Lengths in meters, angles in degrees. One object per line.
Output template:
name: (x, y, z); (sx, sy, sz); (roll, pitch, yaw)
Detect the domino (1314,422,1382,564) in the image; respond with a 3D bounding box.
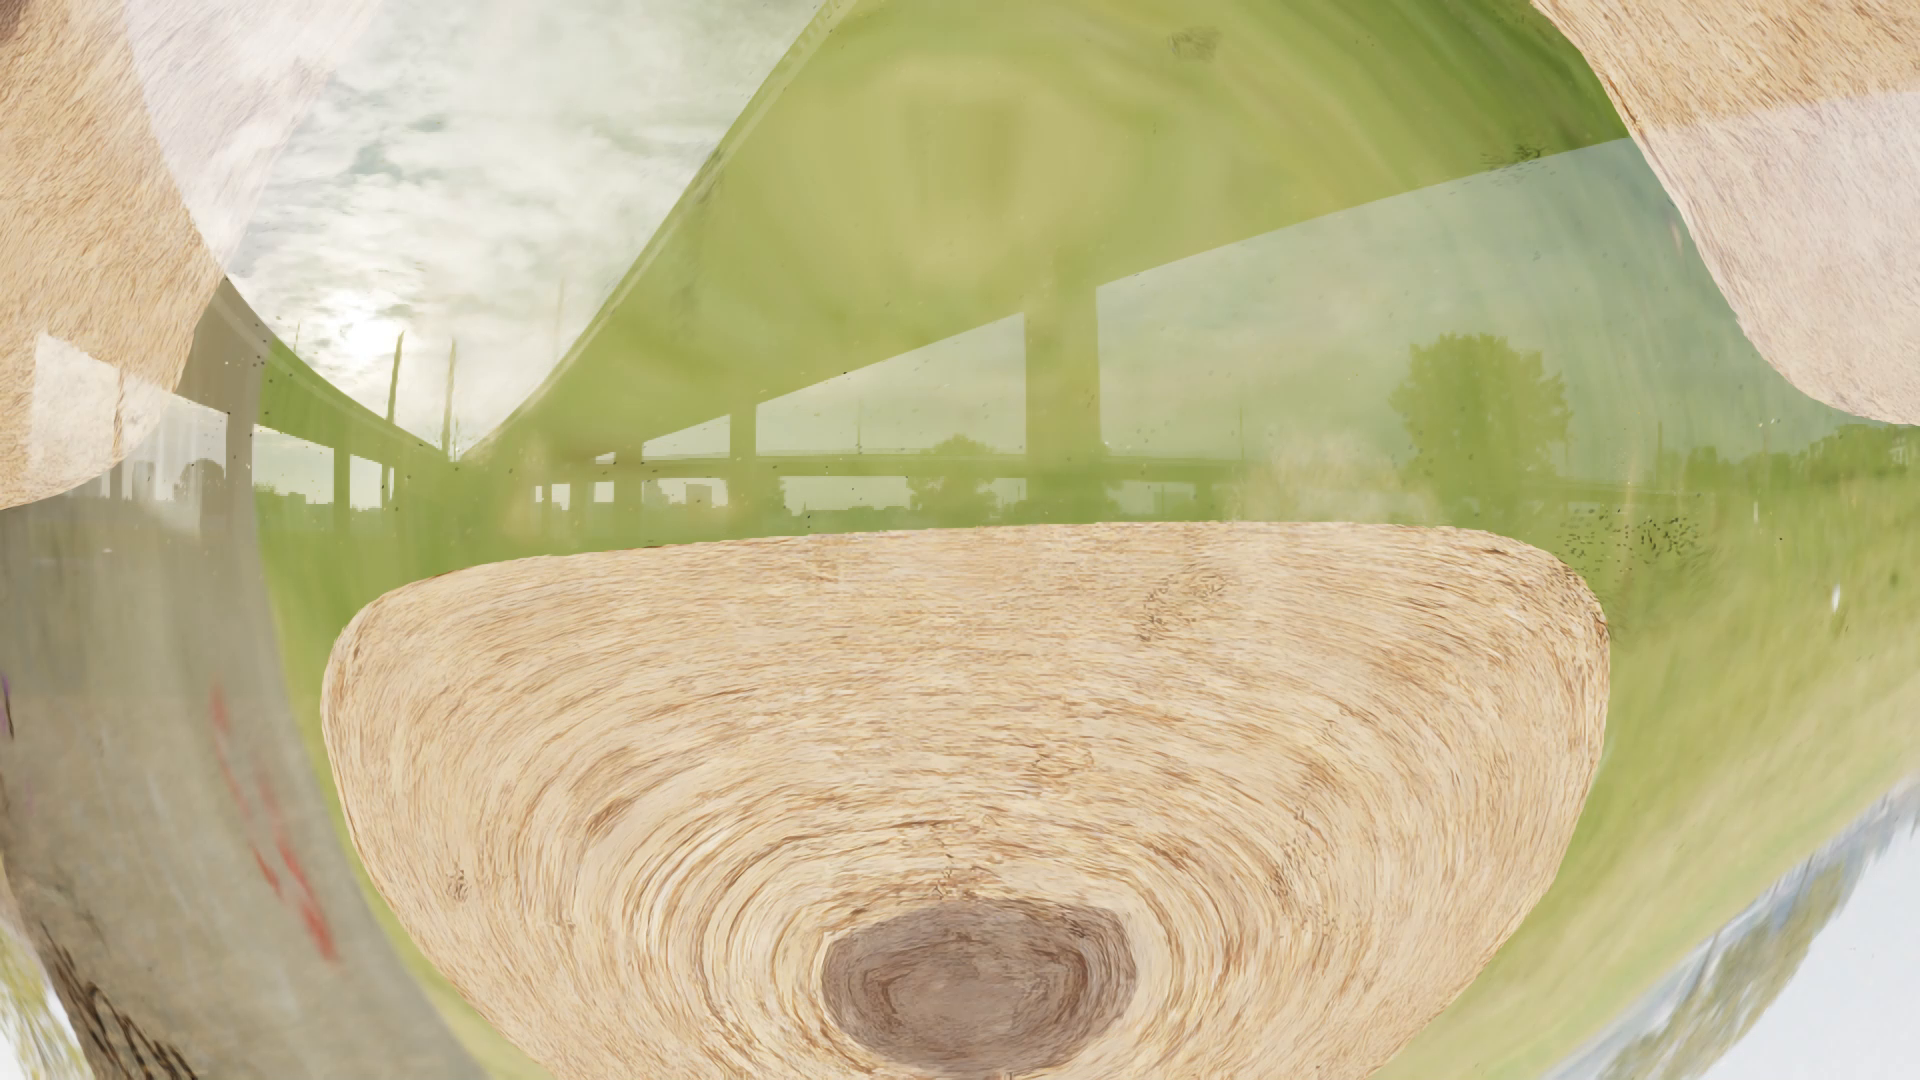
domino: (0.140, -0.017, 0.463); (0.009, 0.050, 0.025); (-2, 5, -20)

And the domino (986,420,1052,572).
domino: (0.020, -0.015, 0.435); (0.009, 0.050, 0.025); (-3, 5, -33)

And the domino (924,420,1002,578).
domino: (0.001, -0.014, 0.418); (0.025, 0.050, 0.010); (4, 6, 41)

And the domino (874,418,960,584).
domino: (-0.013, -0.012, 0.398); (0.025, 0.050, 0.009); (2, 5, 24)

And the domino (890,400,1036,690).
domino: (0.000, 0.001, 0.226); (0.025, 0.050, 0.009); (0, 4, 1)

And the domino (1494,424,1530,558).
domino: (0.211, -0.019, 0.492); (0.010, 0.050, 0.025); (1, 5, 18)

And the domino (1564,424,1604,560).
domino: (0.235, -0.019, 0.484); (0.010, 0.050, 0.025); (2, 5, 20)

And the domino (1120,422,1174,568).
domino: (0.066, -0.016, 0.453); (0.009, 0.050, 0.025); (-1, 4, -13)

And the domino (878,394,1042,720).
domino: (0.000, 0.002, 0.201); (0.025, 0.050, 0.010); (0, 4, 0)

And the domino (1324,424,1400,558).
domino: (0.151, -0.019, 0.483); (0.025, 0.050, 0.009); (0, 4, 6)

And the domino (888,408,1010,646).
domino: (-0.002, -0.003, 0.275); (0.025, 0.050, 0.009); (-1, 4, -8)

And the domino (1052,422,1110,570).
domino: (0.042, -0.016, 0.446); (0.010, 0.050, 0.025); (-2, 5, -21)

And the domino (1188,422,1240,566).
domino: (0.090, -0.017, 0.458); (0.010, 0.050, 0.025); (-1, 4, -9)

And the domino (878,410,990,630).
domino: (-0.006, -0.005, 0.300); (0.025, 0.050, 0.009); (-1, 4, -9)

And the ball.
ball: (0.000, -0.002, 0.056); (0.080, 0.080, 0.080); (0, 4, 0)

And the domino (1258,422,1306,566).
domino: (0.115, -0.017, 0.460); (0.010, 0.050, 0.025); (0, 4, -3)

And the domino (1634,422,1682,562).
domino: (0.258, -0.018, 0.476); (0.010, 0.050, 0.025); (1, 5, 19)

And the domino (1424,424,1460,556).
domino: (0.187, -0.020, 0.499); (0.010, 0.050, 0.025); (1, 4, 15)

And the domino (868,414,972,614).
domino: (-0.010, -0.007, 0.324); (0.025, 0.050, 0.009); (-1, 4, -9)

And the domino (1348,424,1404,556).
domino: (0.163, -0.020, 0.503); (0.009, 0.050, 0.025); (-1, 4, -10)

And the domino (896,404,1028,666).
domino: (0.000, -0.001, 0.251); (0.025, 0.050, 0.010); (0, 4, -3)

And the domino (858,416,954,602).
domino: (-0.015, -0.009, 0.349); (0.025, 0.050, 0.009); (-1, 4, -11)

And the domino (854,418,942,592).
domino: (-0.018, -0.010, 0.374); (0.025, 0.050, 0.009); (0, 4, -1)
